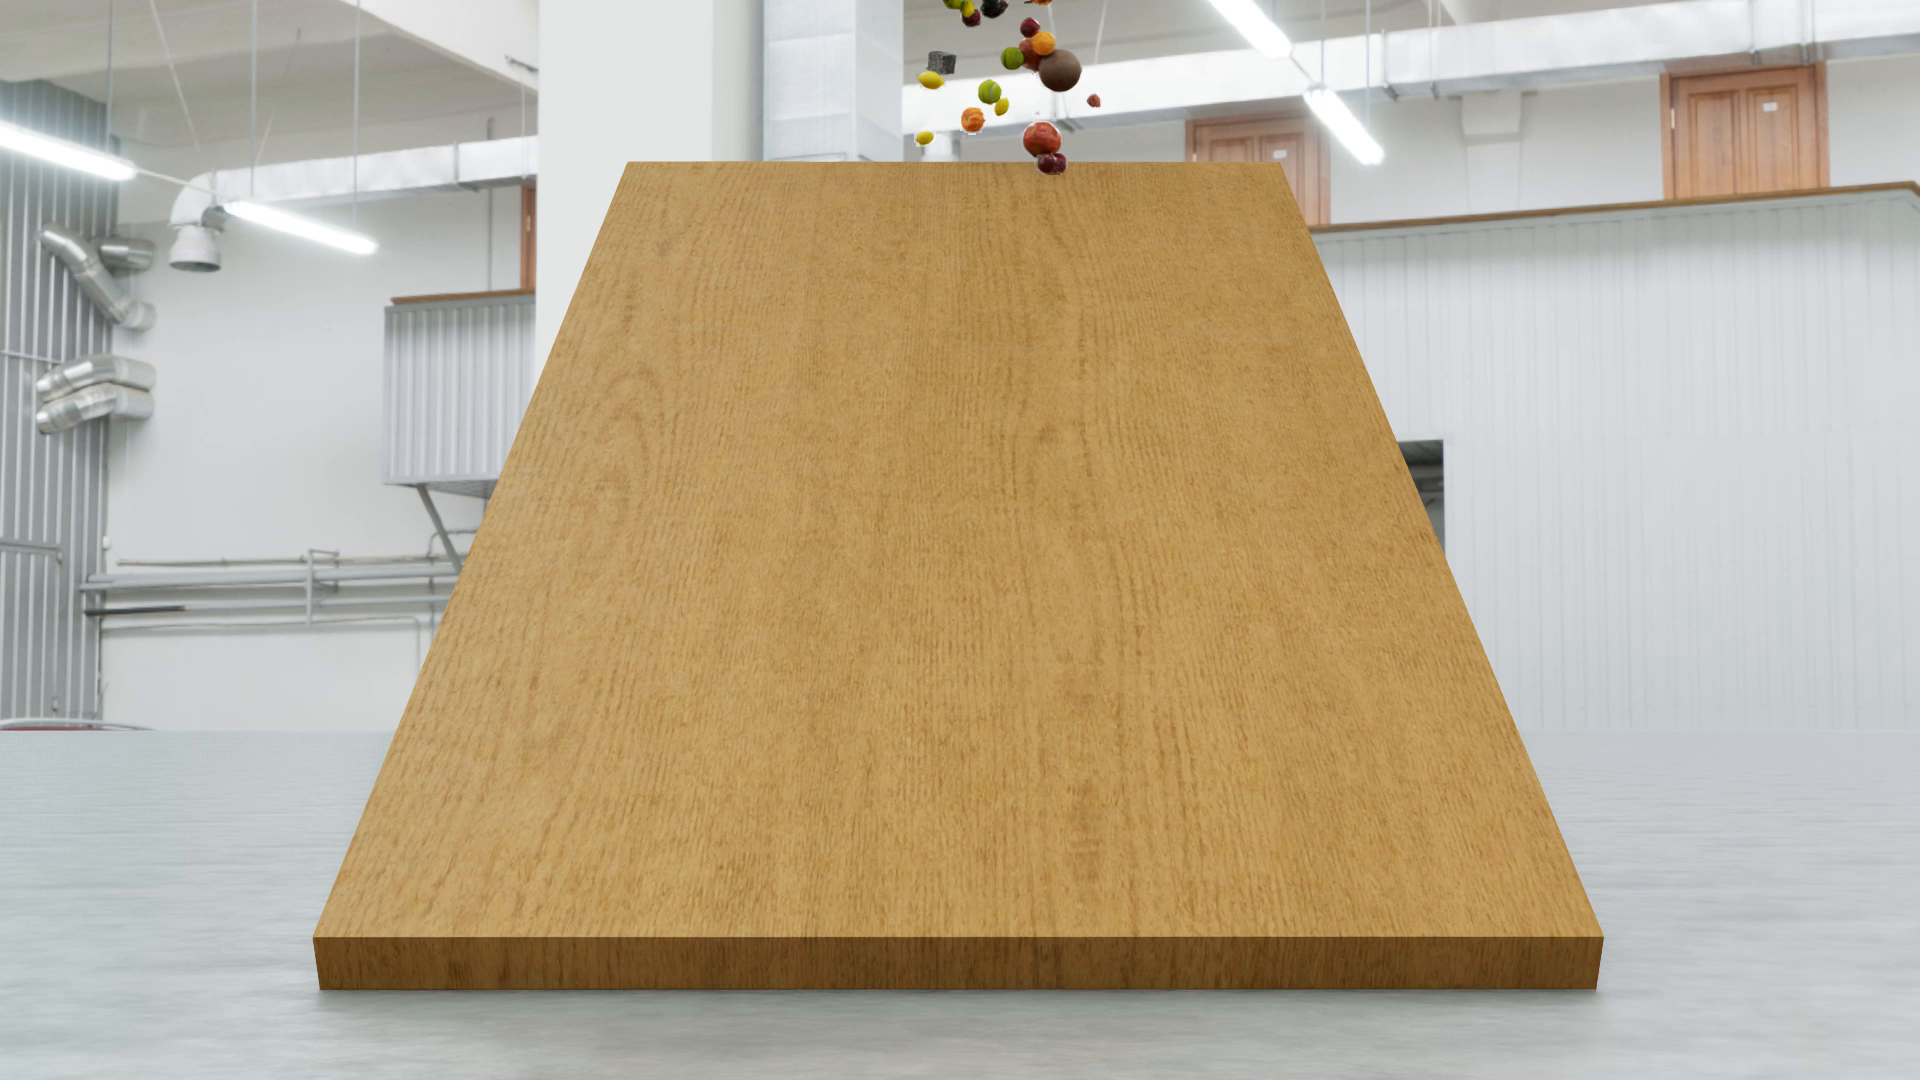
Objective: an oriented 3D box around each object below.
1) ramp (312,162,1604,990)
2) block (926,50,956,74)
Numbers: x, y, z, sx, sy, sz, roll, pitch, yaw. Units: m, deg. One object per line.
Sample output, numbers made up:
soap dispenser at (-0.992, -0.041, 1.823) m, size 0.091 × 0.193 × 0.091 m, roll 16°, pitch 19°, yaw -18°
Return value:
ramp at (-0.010, -0.228, 5.470) m, size 2.000 × 0.100 × 4.000 m, roll 0°, pitch 26°, yaw 0°
block at (-0.053, -1.379, 6.821) m, size 0.056 × 0.056 × 0.056 m, roll 26°, pitch 28°, yaw 36°
